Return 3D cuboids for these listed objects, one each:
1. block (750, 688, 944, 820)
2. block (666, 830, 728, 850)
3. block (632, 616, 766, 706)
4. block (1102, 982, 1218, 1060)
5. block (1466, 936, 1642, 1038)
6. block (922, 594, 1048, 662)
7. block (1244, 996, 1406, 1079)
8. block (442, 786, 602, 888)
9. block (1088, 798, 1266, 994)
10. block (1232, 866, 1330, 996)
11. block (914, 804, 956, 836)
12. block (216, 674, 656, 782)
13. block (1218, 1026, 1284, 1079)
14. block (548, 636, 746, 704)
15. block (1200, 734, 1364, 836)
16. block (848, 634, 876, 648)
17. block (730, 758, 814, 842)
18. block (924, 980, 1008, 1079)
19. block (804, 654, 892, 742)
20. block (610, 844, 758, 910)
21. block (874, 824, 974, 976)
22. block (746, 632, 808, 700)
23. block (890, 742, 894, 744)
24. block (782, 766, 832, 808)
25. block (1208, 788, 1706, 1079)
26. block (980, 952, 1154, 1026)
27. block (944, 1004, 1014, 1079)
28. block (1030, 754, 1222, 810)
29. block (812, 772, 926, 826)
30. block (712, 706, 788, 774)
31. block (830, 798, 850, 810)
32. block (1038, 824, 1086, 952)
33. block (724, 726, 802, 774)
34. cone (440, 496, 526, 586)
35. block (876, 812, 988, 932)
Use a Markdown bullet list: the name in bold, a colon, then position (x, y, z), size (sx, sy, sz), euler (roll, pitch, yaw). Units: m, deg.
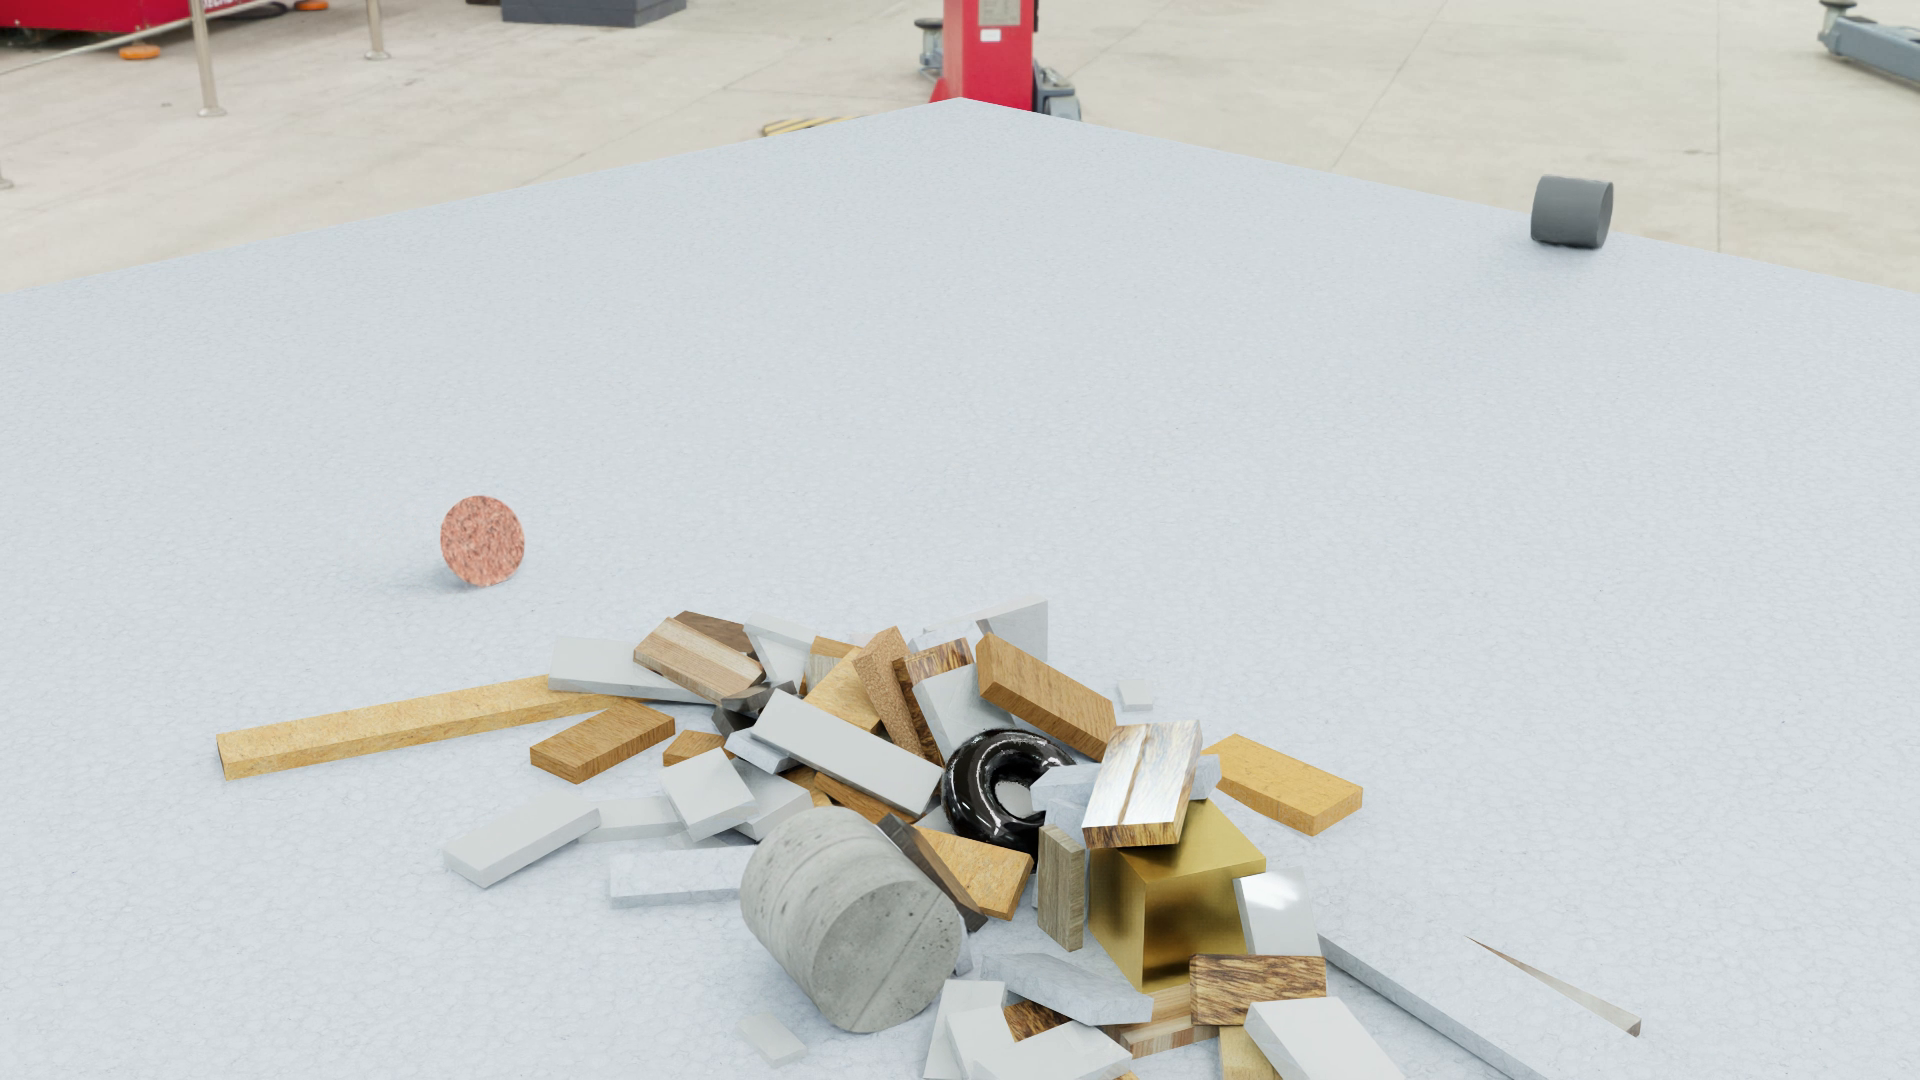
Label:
- **block**: position (-0.224, 0.425, 4.377), size (0.378, 0.031, 0.108), euler (25, 63, 9)
- **block**: position (-0.501, 0.607, 4.304), size (0.144, 0.020, 0.072), euler (21, 31, 40)
- **block**: position (-0.578, 0.276, 4.888), size (0.266, 0.038, 0.133), euler (25, 43, 16)
- **block**: position (0.370, 0.821, 3.784), size (0.235, 0.033, 0.117), euler (-10, 25, -21)
- **block**: position (0.777, 0.710, 4.045), size (0.117, 0.033, 0.985), euler (-21, 31, -40)
- **block**: position (0.060, 0.238, 5.000), size (0.317, 0.156, 0.044), euler (-15, 27, -32)
- **block**: position (0.622, 0.871, 3.566), size (0.173, 0.049, 0.346), euler (2, 26, -25)
- **block**: position (-0.856, 0.579, 4.299), size (0.276, 0.039, 0.138), euler (-27, 31, -37)
- **block**: position (0.387, 0.638, 3.959), size (0.233, 0.233, 0.233), euler (-8, 24, -19)
- **block**: position (0.560, 0.698, 3.828), size (0.121, 0.243, 0.034), euler (-9, -8, -19)
- **block**: position (-0.118, 0.611, 4.246), size (0.065, 0.018, 0.395), euler (54, 40, 5)
- **block**: position (-1.062, 0.373, 4.829), size (1.080, 0.040, 0.143), euler (-10, 25, -22)
- **block**: position (0.503, 0.897, 3.596), size (0.143, 0.040, 0.285), euler (1, 23, 2)
- **block**: position (-0.695, 0.292, 4.903), size (0.426, 0.038, 0.133), euler (6, 41, -6)
- **block**: position (0.643, 0.500, 4.522), size (0.165, 0.047, 0.330), euler (-21, 31, -41)
- **block**: position (-0.201, 0.251, 5.104), size (0.080, 0.023, 0.159), euler (0, 15, -17)
- **block**: position (-0.426, 0.516, 4.408), size (0.138, 0.039, 0.276), euler (-29, 25, -29)
- **block**: position (0.010, 0.829, 3.686), size (0.105, 0.030, 0.210), euler (0, 38, 13)
- **block**: position (-0.237, 0.343, 4.619), size (0.156, 0.044, 0.312), euler (10, 24, -12)
- **block**: position (-0.514, 0.640, 4.182), size (0.294, 0.032, 0.114), euler (-3, 35, -7)
- **block**: position (-0.081, 0.655, 4.012), size (0.035, 0.125, 0.317), euler (-25, 37, -21)
- **block**: position (-0.380, 0.274, 4.889), size (0.112, 0.032, 0.369), euler (6, 22, -23)
- **block**: position (-0.220, 0.441, 4.610), size (0.222, 0.031, 0.111), euler (23, 65, 43)
- **block**: position (-0.325, 0.536, 4.390), size (0.125, 0.035, 0.249), euler (-21, 23, -10)
- **block**: position (0.778, 0.727, 3.911), size (0.173, 0.049, 1.365), euler (-26, 34, -29)
- **block**: position (0.181, 0.768, 3.773), size (0.143, 0.040, 0.285), euler (7, 3, -39)
- **block**: position (0.057, 0.871, 3.579), size (0.095, 0.027, 0.251), euler (-7, 41, -17)
- **block**: position (0.315, 0.458, 4.154), size (0.330, 0.047, 0.165), euler (-6, 5, 18)
- **block**: position (-0.177, 0.518, 4.380), size (0.216, 0.031, 0.108), euler (29, 17, 26)
- **block**: position (-0.436, 0.416, 4.580), size (0.112, 0.032, 0.223), euler (22, 8, -26)
- **block**: position (-0.176, 0.558, 4.354), size (0.095, 0.027, 0.191), euler (12, 18, -31)
- **block**: position (0.183, 0.633, 4.001), size (0.030, 0.210, 0.105), euler (-13, 26, -29)
- **block**: position (-0.385, 0.421, 4.460), size (0.114, 0.032, 0.228), euler (27, 7, 12)
- **cone**: position (-1.259, 0.020, 5.583), size (0.228, 0.228, 0.228), euler (-19, 3, -37)
- **block**: position (-0.051, 0.615, 4.077), size (0.034, 0.121, 0.243), euler (-44, 54, 3)
